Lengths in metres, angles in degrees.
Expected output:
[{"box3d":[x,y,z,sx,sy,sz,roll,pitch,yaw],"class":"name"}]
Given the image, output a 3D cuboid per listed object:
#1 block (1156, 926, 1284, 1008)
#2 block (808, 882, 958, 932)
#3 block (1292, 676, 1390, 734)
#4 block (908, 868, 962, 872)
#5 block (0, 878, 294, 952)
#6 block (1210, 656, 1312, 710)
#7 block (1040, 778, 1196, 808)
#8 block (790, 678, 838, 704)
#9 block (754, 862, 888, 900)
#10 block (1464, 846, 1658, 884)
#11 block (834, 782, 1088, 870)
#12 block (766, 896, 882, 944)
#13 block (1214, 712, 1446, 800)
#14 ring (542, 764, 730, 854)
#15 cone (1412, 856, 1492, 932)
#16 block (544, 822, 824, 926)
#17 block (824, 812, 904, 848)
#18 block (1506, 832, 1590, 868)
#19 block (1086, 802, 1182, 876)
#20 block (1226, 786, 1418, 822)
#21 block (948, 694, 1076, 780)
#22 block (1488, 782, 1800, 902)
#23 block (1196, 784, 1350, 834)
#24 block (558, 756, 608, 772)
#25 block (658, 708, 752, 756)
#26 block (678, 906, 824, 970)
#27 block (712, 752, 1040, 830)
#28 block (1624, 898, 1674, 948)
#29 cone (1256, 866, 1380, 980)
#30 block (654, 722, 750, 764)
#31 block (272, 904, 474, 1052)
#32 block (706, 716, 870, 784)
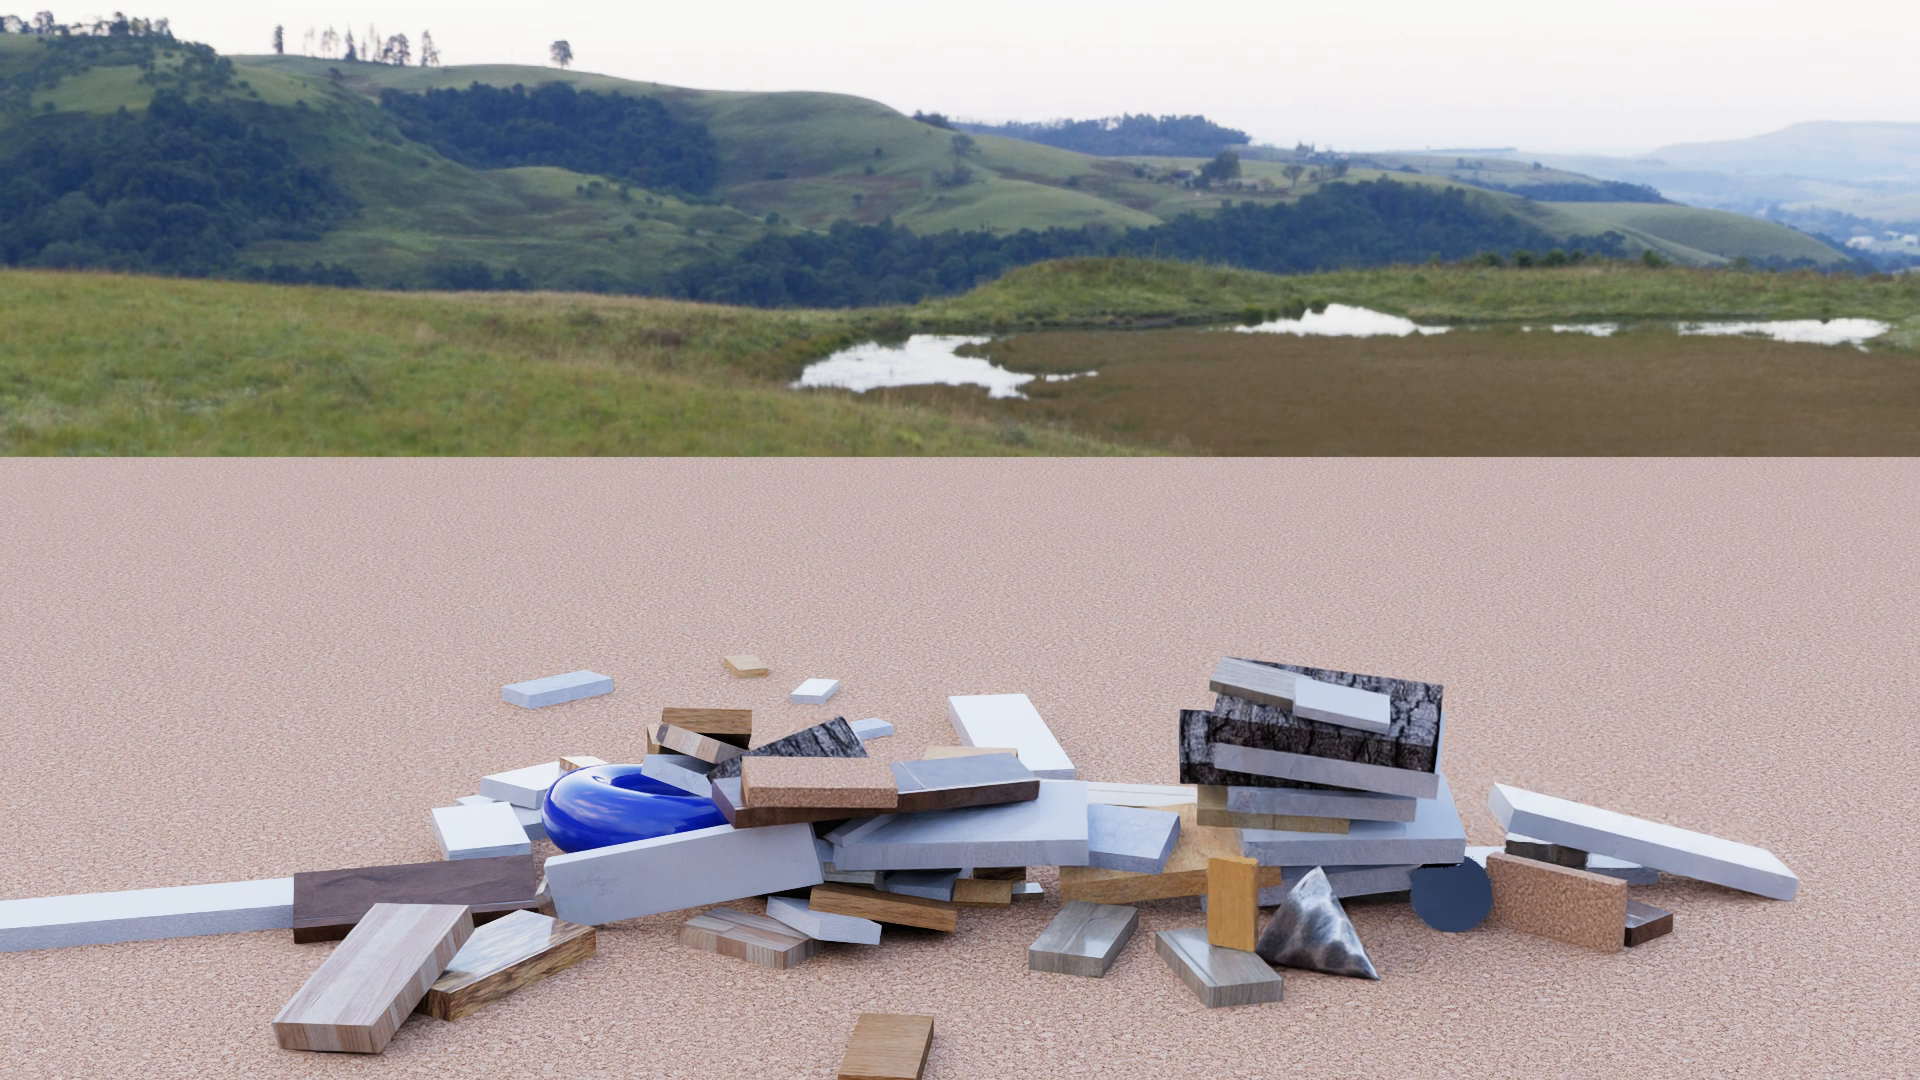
[{"box3d":[0.388,0.640,3.309,0.116,0.033,0.232,-3,11,-14],"class":"block"},{"box3d":[-0.122,0.578,3.476,0.230,0.033,0.115,9,-2,-2],"class":"block"},{"box3d":[0.586,0.254,3.381,0.146,0.021,0.073,11,34,3],"class":"block"},{"box3d":[-0.154,0.508,3.788,0.112,0.032,0.367,6,4,-40],"class":"block"},{"box3d":[-1.193,0.593,3.546,0.801,0.038,0.135,-3,11,-14],"class":"block"},{"box3d":[0.472,0.226,3.450,0.146,0.021,0.073,13,33,20],"class":"block"},{"box3d":[0.286,0.477,3.980,0.999,0.037,0.131,2,11,12],"class":"block"},{"box3d":[-0.326,0.341,4.955,0.071,0.020,0.142,2,11,12],"class":"block"},{"box3d":[-0.237,0.557,3.585,0.223,0.032,0.112,2,-28,11],"class":"block"},{"box3d":[1.018,0.557,3.761,0.315,0.031,0.111,0,11,-1],"class":"block"},{"box3d":[0.005,0.463,3.570,0.404,0.049,0.171,-2,26,3],"class":"block"},{"box3d":[-0.215,0.593,3.435,0.103,0.029,0.207,10,-3,-27],"class":"block"},{"box3d":[0.584,0.315,3.465,0.343,0.049,0.171,7,31,12],"class":"block"},{"box3d":[-0.518,0.481,3.790,0.404,0.135,0.404,7,4,0],"class":"ring"},{"box3d":[0.795,0.580,3.568,0.127,0.127,0.127,2,-16,11],"class":"cone"},{"box3d":[-0.435,0.523,3.479,0.427,0.115,0.033,-11,17,5],"class":"block"},{"box3d":[-0.159,0.444,3.549,0.146,0.021,0.073,-25,34,-38],"class":"block"},{"box3d":[1.030,0.511,3.821,0.131,0.037,0.262,3,9,20],"class":"block"},{"box3d":[0.229,0.484,3.602,0.239,0.034,0.120,4,33,22],"class":"block"},{"box3d":[0.575,0.382,3.520,0.293,0.041,0.146,3,31,5],"class":"block"},{"box3d":[0.098,0.412,4.496,0.167,0.047,0.577,-1,11,-8],"class":"block"},{"box3d":[1.141,0.505,3.688,0.488,0.041,0.146,14,10,-2],"class":"block"},{"box3d":[0.502,0.416,3.537,0.239,0.034,0.120,3,31,5],"class":"block"},{"box3d":[-0.695,0.441,4.193,0.074,0.021,0.148,4,6,-40],"class":"block"},{"box3d":[-0.475,0.386,4.048,0.155,0.044,0.448,2,-19,-9],"class":"block"},{"box3d":[-0.326,0.620,3.429,0.207,0.029,0.104,7,13,33],"class":"block"},{"box3d":[-0.130,0.398,3.516,0.518,0.033,0.116,-3,19,-24],"class":"block"},{"box3d":[1.019,0.598,3.542,0.111,0.031,0.222,-8,13,-38],"class":"block"},{"box3d":[0.566,0.615,3.324,0.172,0.172,0.172,35,26,23],"class":"cone"},{"box3d":[-0.394,0.377,3.821,0.135,0.038,0.269,14,-8,33],"class":"block"},{"box3d":[-0.837,0.624,3.160,0.155,0.044,0.310,-1,22,15],"class":"block"},{"box3d":[-0.262,0.412,3.676,0.047,0.167,0.335,-41,-13,31],"class":"block"}]
